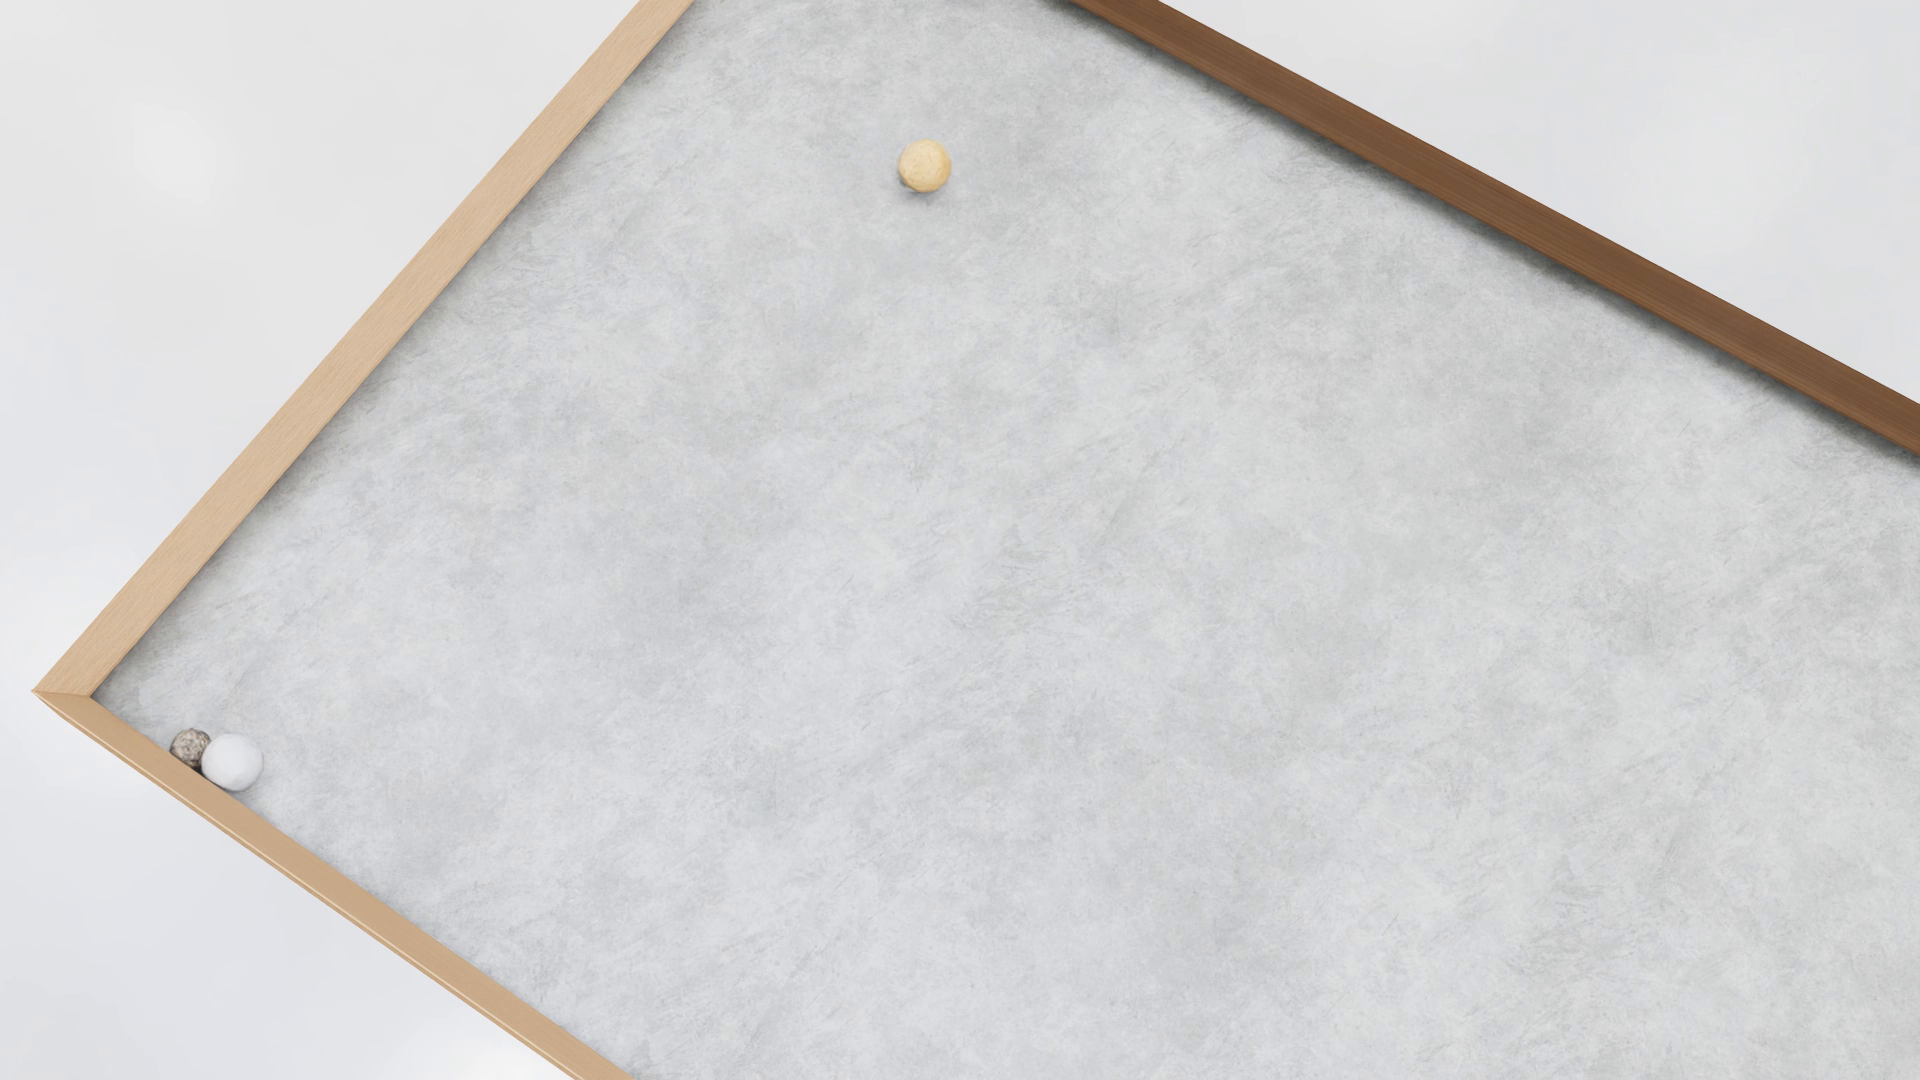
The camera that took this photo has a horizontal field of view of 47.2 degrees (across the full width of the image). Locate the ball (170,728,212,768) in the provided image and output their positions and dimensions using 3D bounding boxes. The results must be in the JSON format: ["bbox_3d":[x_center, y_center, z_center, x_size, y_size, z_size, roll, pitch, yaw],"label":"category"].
[{"bbox_3d":[-1.185,0.322,3.391,0.062,0.062,0.062,0,66,0],"label":"ball"}]

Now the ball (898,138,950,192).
[{"bbox_3d":[-0.062,-0.646,3.796,0.091,0.091,0.091,0,66,0],"label":"ball"}]

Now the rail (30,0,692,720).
[{"bbox_3d":[-0.826,-0.514,3.721,0.045,0.122,2.037,31,70,13],"label":"rail"}]

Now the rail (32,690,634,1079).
[{"bbox_3d":[0.296,1.264,2.948,4.060,0.122,0.045,31,70,13],"label":"rail"}]

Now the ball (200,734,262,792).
[{"bbox_3d":[-1.115,0.341,3.368,0.089,0.089,0.089,0,66,0],"label":"ball"}]

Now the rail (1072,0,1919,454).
[{"bbox_3d":[1.396,-0.257,3.609,4.060,0.122,0.045,31,70,13],"label":"rail"}]
